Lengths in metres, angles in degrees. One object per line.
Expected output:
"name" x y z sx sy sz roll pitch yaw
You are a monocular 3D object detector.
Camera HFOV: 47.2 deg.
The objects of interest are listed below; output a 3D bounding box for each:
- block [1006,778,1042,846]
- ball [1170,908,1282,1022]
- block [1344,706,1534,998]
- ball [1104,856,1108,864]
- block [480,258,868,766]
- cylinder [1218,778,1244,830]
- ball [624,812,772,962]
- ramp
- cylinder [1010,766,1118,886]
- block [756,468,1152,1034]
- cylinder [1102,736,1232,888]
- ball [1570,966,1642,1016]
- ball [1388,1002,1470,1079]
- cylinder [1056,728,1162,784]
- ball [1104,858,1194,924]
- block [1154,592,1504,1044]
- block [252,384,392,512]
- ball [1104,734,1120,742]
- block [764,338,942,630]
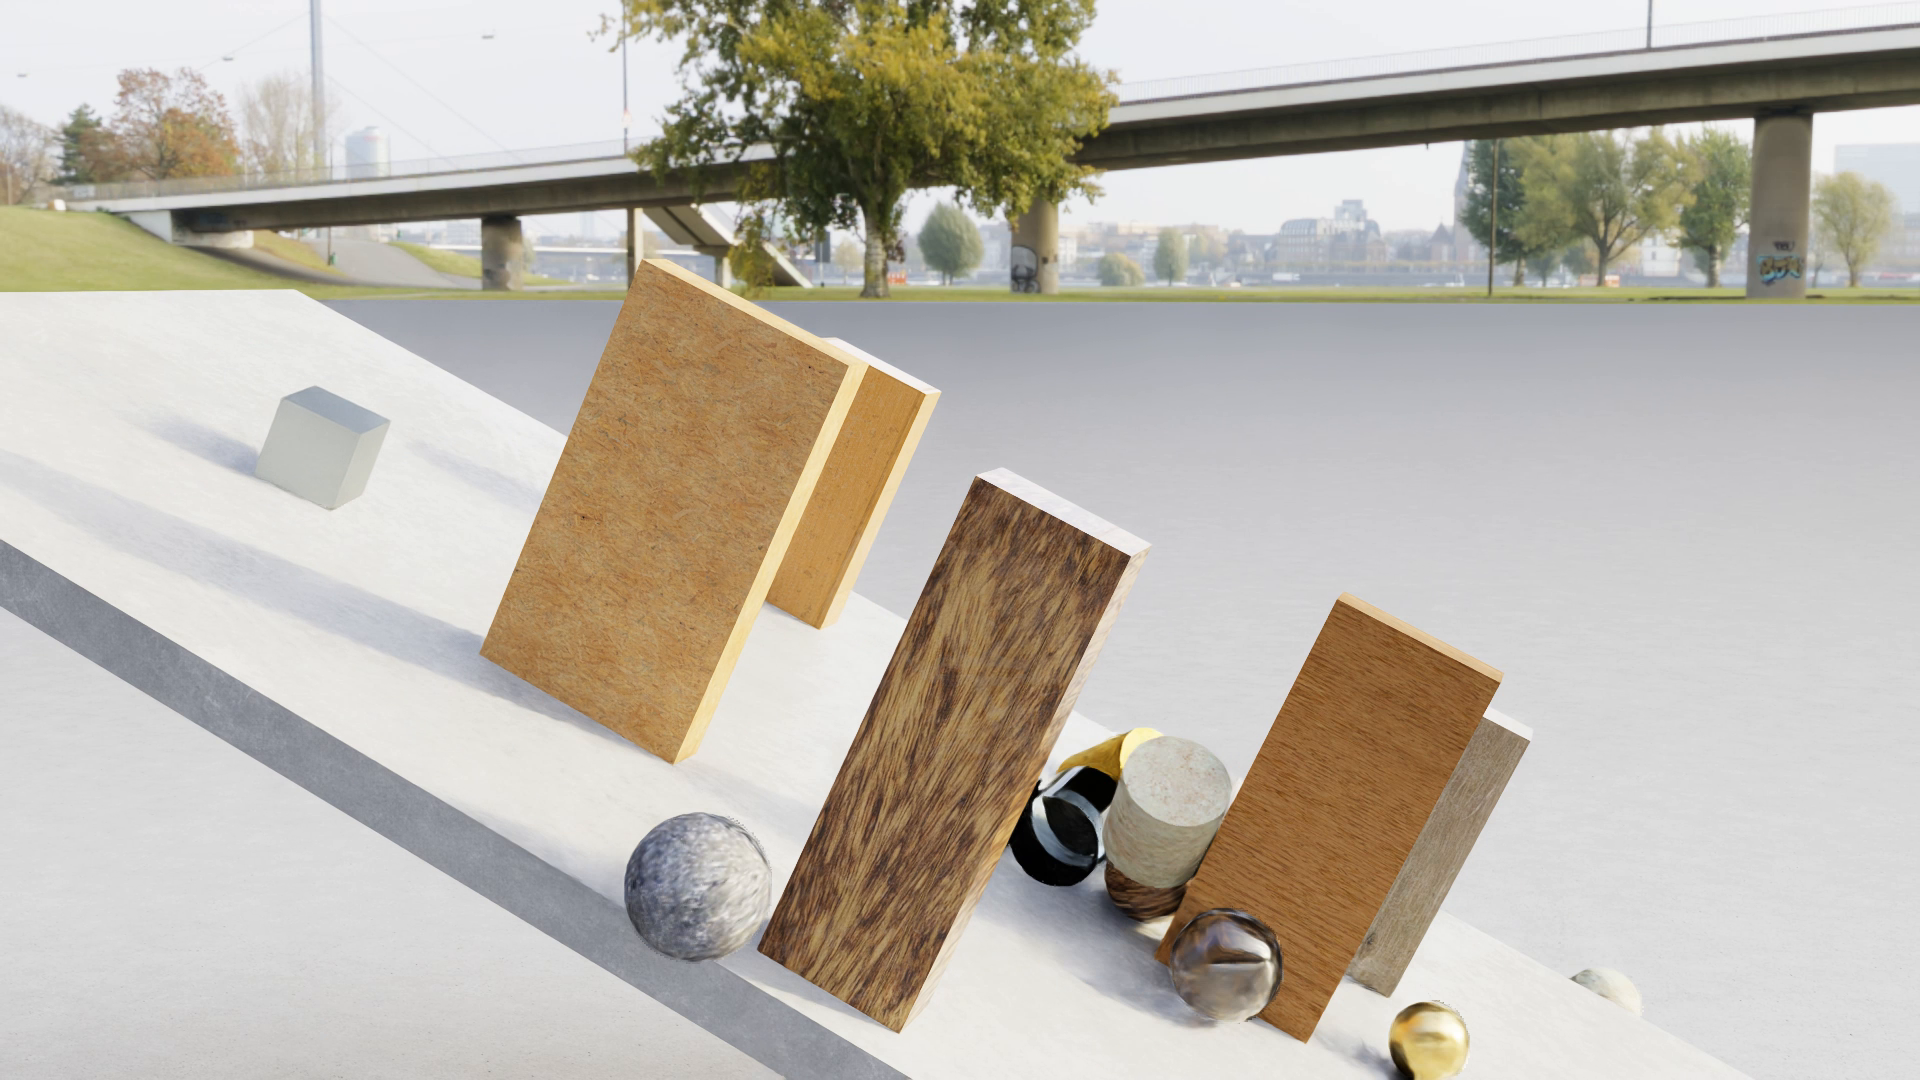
"block" 0.055 0.481 4.054 0.123 0.123 0.123 24 15 21
"ball" 0.452 0.722 3.734 0.190 0.190 0.190 0 7 0
"block" 0.833 0.554 4.218 0.282 0.573 0.108 28 14 12
"ball" 0.334 0.592 4.156 0.126 0.126 0.126 0 7 0
"block" -0.496 -0.048 3.761 0.406 0.758 0.098 28 14 12
"cylinder" 0.599 0.608 4.435 0.186 0.186 0.186 30 18 20
"ball" -0.373 0.493 3.127 0.209 0.209 0.209 0 7 0
"ramp" -0.260 0.441 4.168 4.000 0.100 2.000 28 14 12
"cylinder" 0.203 0.524 4.034 0.172 0.172 0.172 3 14 23
"block" -0.013 0.307 3.199 0.247 0.790 0.137 28 14 12
"cylinder" 0.363 0.479 3.874 0.190 0.190 0.190 6 47 -6
"ball" 1.469 1.068 5.039 0.177 0.177 0.177 0 7 0
"ball" 0.826 0.886 3.878 0.141 0.141 0.141 0 7 0
"cylinder" 0.312 0.478 4.270 0.182 0.182 0.182 -7 -16 -46
"ball" 0.350 0.612 4.009 0.172 0.172 0.172 0 7 0
"block" 0.634 0.482 3.813 0.302 0.724 0.097 28 14 12
"block" -1.229 -0.179 4.244 0.165 0.165 0.165 25 13 0
"ball" 0.345 0.473 4.609 0.134 0.134 0.134 0 7 0
"block" -0.289 -0.124 4.811 0.269 0.574 0.108 28 14 12
